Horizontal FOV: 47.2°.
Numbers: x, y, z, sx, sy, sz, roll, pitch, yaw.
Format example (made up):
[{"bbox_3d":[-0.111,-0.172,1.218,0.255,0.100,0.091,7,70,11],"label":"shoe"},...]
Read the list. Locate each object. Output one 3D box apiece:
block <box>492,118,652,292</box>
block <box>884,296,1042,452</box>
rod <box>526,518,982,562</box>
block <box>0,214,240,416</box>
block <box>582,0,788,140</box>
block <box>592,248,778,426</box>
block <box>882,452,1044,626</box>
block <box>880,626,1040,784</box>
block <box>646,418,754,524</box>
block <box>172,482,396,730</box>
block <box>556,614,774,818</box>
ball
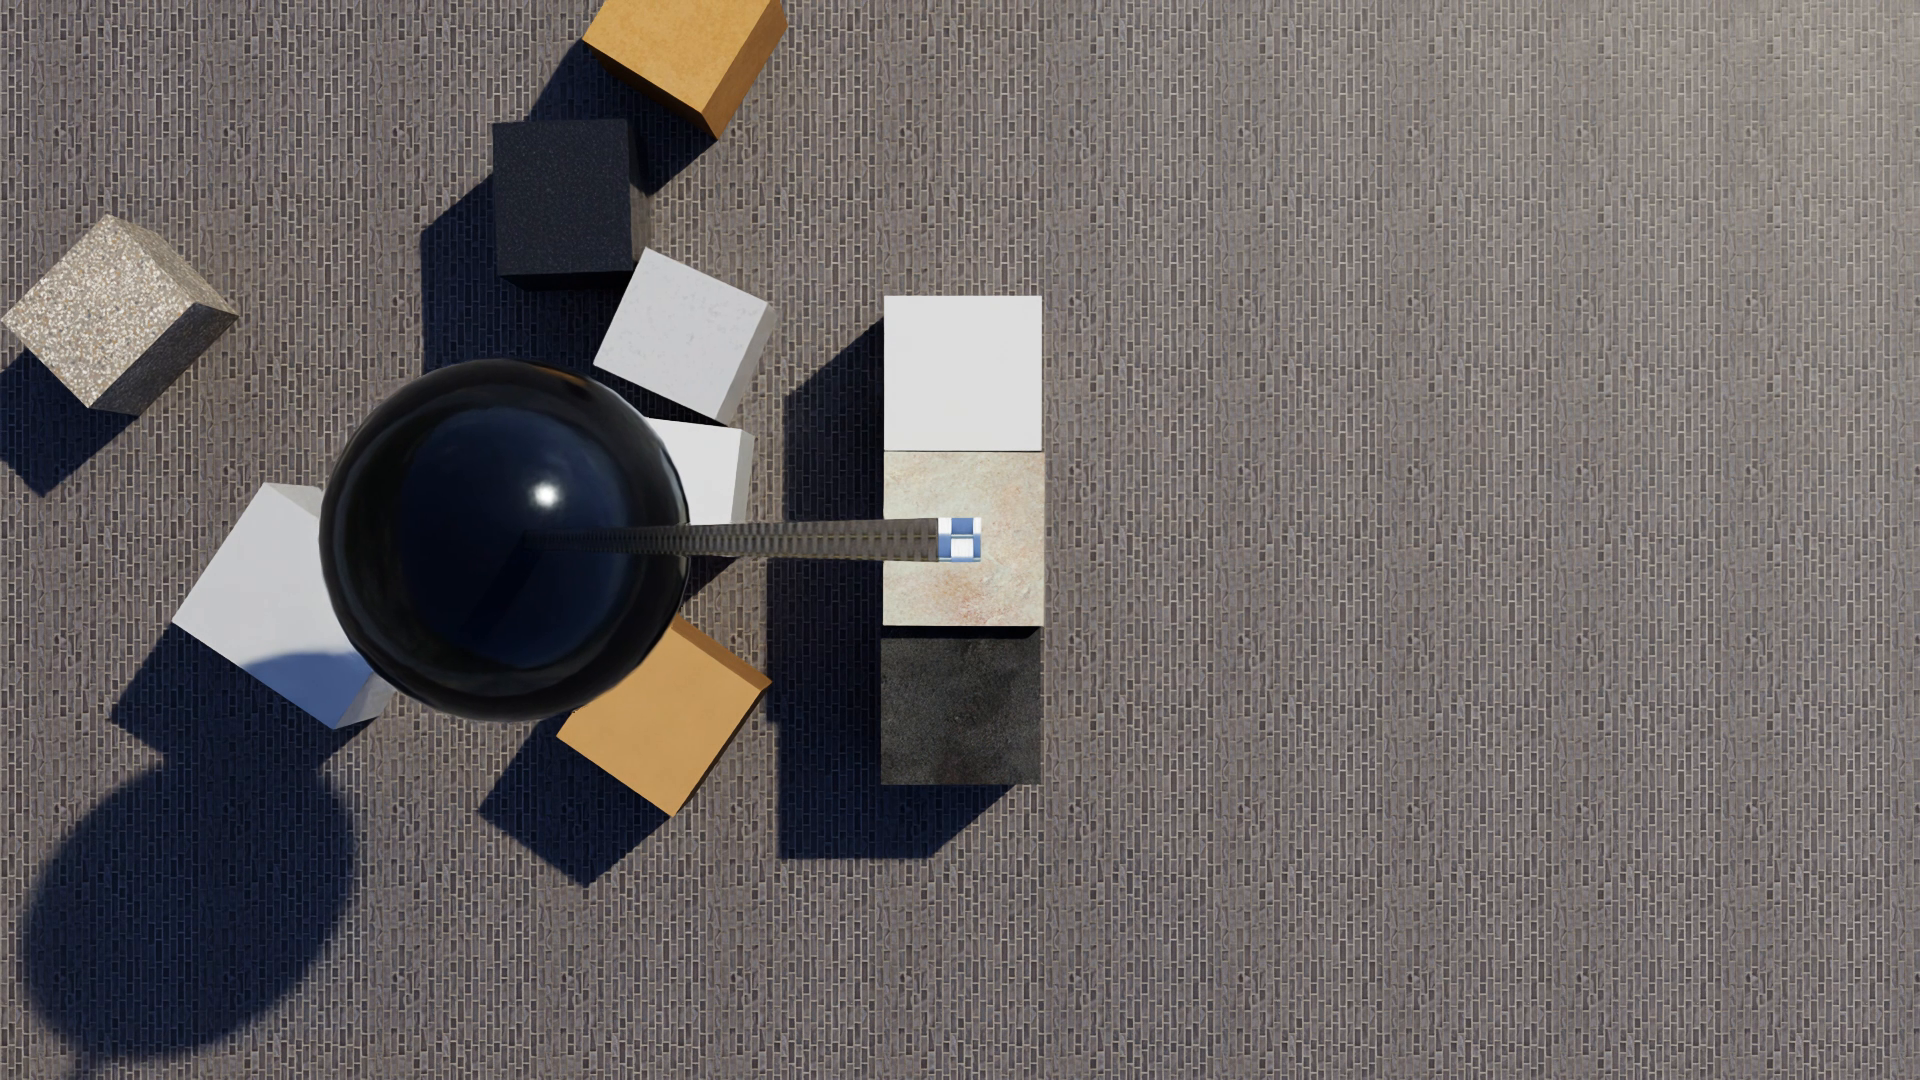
[{"bbox_3d":[-2.207,-1.904,12.601,0.751,0.799,0.845,-2,90,0],"label":"block"},{"bbox_3d":[0.016,-0.924,12.587,0.870,0.825,0.856,0,90,0],"label":"block"},{"bbox_3d":[-0.855,0.000,6.396,0.080,5.200,0.080,0,90,-19],"label":"rod"},{"bbox_3d":[-4.795,-1.274,12.611,0.836,0.778,0.694,-45,90,0],"label":"block"},{"bbox_3d":[-1.553,-2.903,12.580,0.775,0.840,0.793,32,90,0],"label":"block"},{"bbox_3d":[-1.561,-1.152,12.631,0.749,0.738,0.717,24,90,0],"label":"block"},{"bbox_3d":[0.020,-0.006,12.513,0.878,0.975,0.950,0,90,0],"label":"block"},{"bbox_3d":[0.004,0.914,12.573,0.883,0.854,0.875,0,90,0],"label":"block"},{"bbox_3d":[-1.660,-0.308,12.591,0.819,0.818,0.713,7,90,0],"label":"block"},{"bbox_3d":[-3.619,0.361,12.516,1.069,0.967,0.914,34,90,0],"label":"block"},{"bbox_3d":[-1.668,0.960,12.580,0.789,0.839,0.851,35,90,0],"label":"block"},{"bbox_3d":[-1.973,0.000,9.607,1.600,1.600,1.600,0,90,0],"label":"ball"}]
